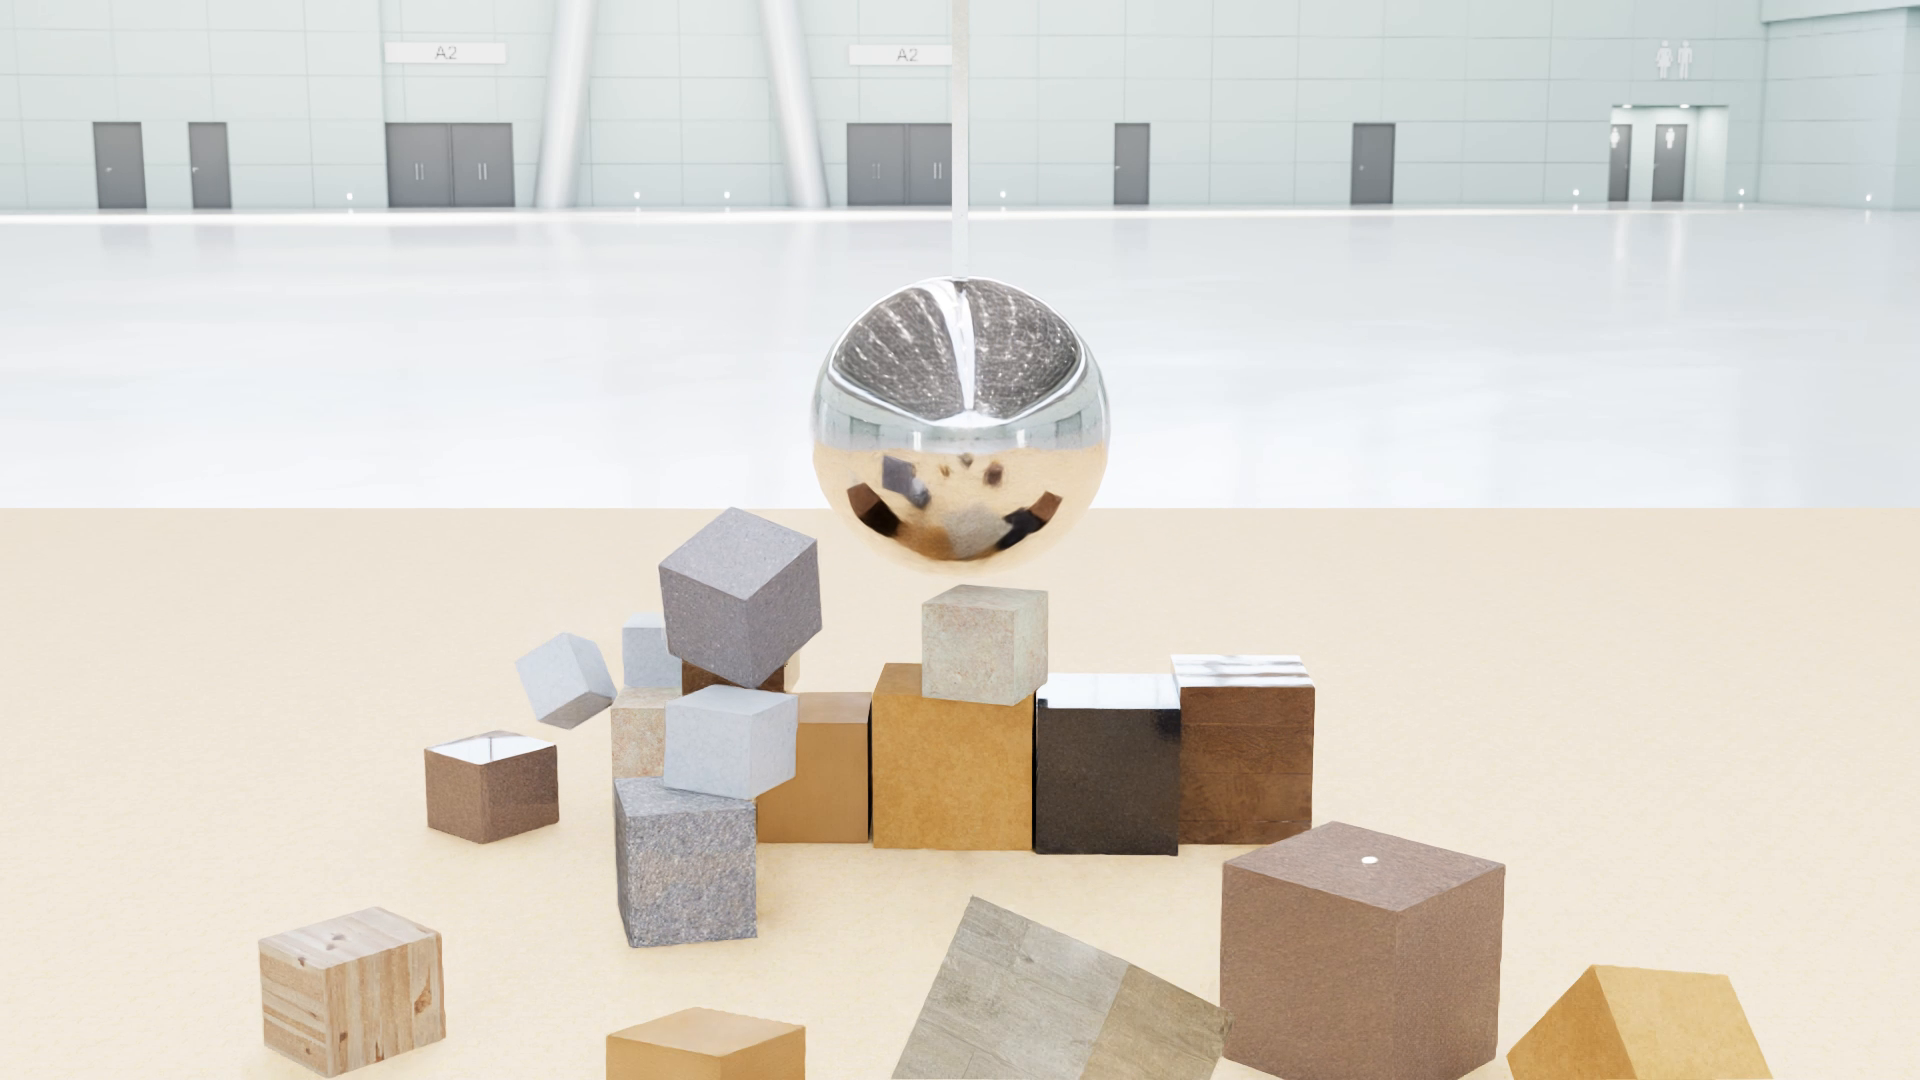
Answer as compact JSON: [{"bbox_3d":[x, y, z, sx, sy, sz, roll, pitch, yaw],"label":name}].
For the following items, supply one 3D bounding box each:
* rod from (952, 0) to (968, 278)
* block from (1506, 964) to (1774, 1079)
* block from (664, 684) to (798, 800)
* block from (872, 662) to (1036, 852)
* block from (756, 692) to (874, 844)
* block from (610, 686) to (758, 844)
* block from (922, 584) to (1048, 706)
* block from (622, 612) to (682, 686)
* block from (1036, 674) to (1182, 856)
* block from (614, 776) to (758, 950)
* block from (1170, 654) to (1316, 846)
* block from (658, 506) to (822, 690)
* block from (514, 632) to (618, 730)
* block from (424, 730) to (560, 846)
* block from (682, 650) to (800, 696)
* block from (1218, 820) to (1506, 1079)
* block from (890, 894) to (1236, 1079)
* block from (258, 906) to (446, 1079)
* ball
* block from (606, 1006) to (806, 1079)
[{"bbox_3d":[0.000,-3.874,10.688,0.080,5.200,0.080,0,15,0],"label":"rod"},{"bbox_3d":[2.246,1.789,7.241,0.542,0.565,0.511,8,44,-20],"label":"block"},{"bbox_3d":[-1.042,0.916,10.041,0.428,0.385,0.469,6,9,21],"label":"block"},{"bbox_3d":[-0.016,1.101,11.284,0.796,0.795,0.680,1,10,3],"label":"block"},{"bbox_3d":[-0.744,1.169,11.376,0.560,0.629,0.625,0,10,0],"label":"block"},{"bbox_3d":[-1.389,1.122,11.404,0.713,0.711,0.750,0,10,0],"label":"block"},{"bbox_3d":[0.129,0.516,10.964,0.482,0.472,0.514,4,11,21],"label":"block"},{"bbox_3d":[-1.560,0.574,11.558,0.367,0.314,0.349,0,10,1],"label":"block"},{"bbox_3d":[0.745,1.134,11.228,0.706,0.752,0.715,0,10,2],"label":"block"},{"bbox_3d":[-1.249,1.438,9.966,0.563,0.605,0.597,-3,11,-14],"label":"block"},{"bbox_3d":[1.442,1.074,11.364,0.674,0.821,0.691,0,10,2],"label":"block"},{"bbox_3d":[-1.023,0.267,10.339,0.507,0.531,0.545,21,42,27],"label":"block"},{"bbox_3d":[-2.040,0.734,11.424,0.325,0.354,0.332,-31,-21,12],"label":"block"},{"bbox_3d":[-2.424,1.272,11.390,0.461,0.421,0.494,9,13,40],"label":"block"},{"bbox_3d":[-1.123,0.480,11.310,0.518,0.586,0.578,1,10,4],"label":"block"},{"bbox_3d":[1.541,1.620,8.464,0.785,0.784,0.738,10,14,43],"label":"block"},{"bbox_3d":[0.326,1.602,6.901,0.652,0.643,0.657,16,-13,42],"label":"block"},{"bbox_3d":[-2.383,1.765,8.633,0.458,0.439,0.528,9,14,42],"label":"block"},{"bbox_3d":[0.000,-0.589,11.564,1.600,1.600,1.600,0,10,0],"label":"ball"},{"bbox_3d":[-0.859,1.893,7.465,0.488,0.460,0.469,2,2,32],"label":"block"}]
